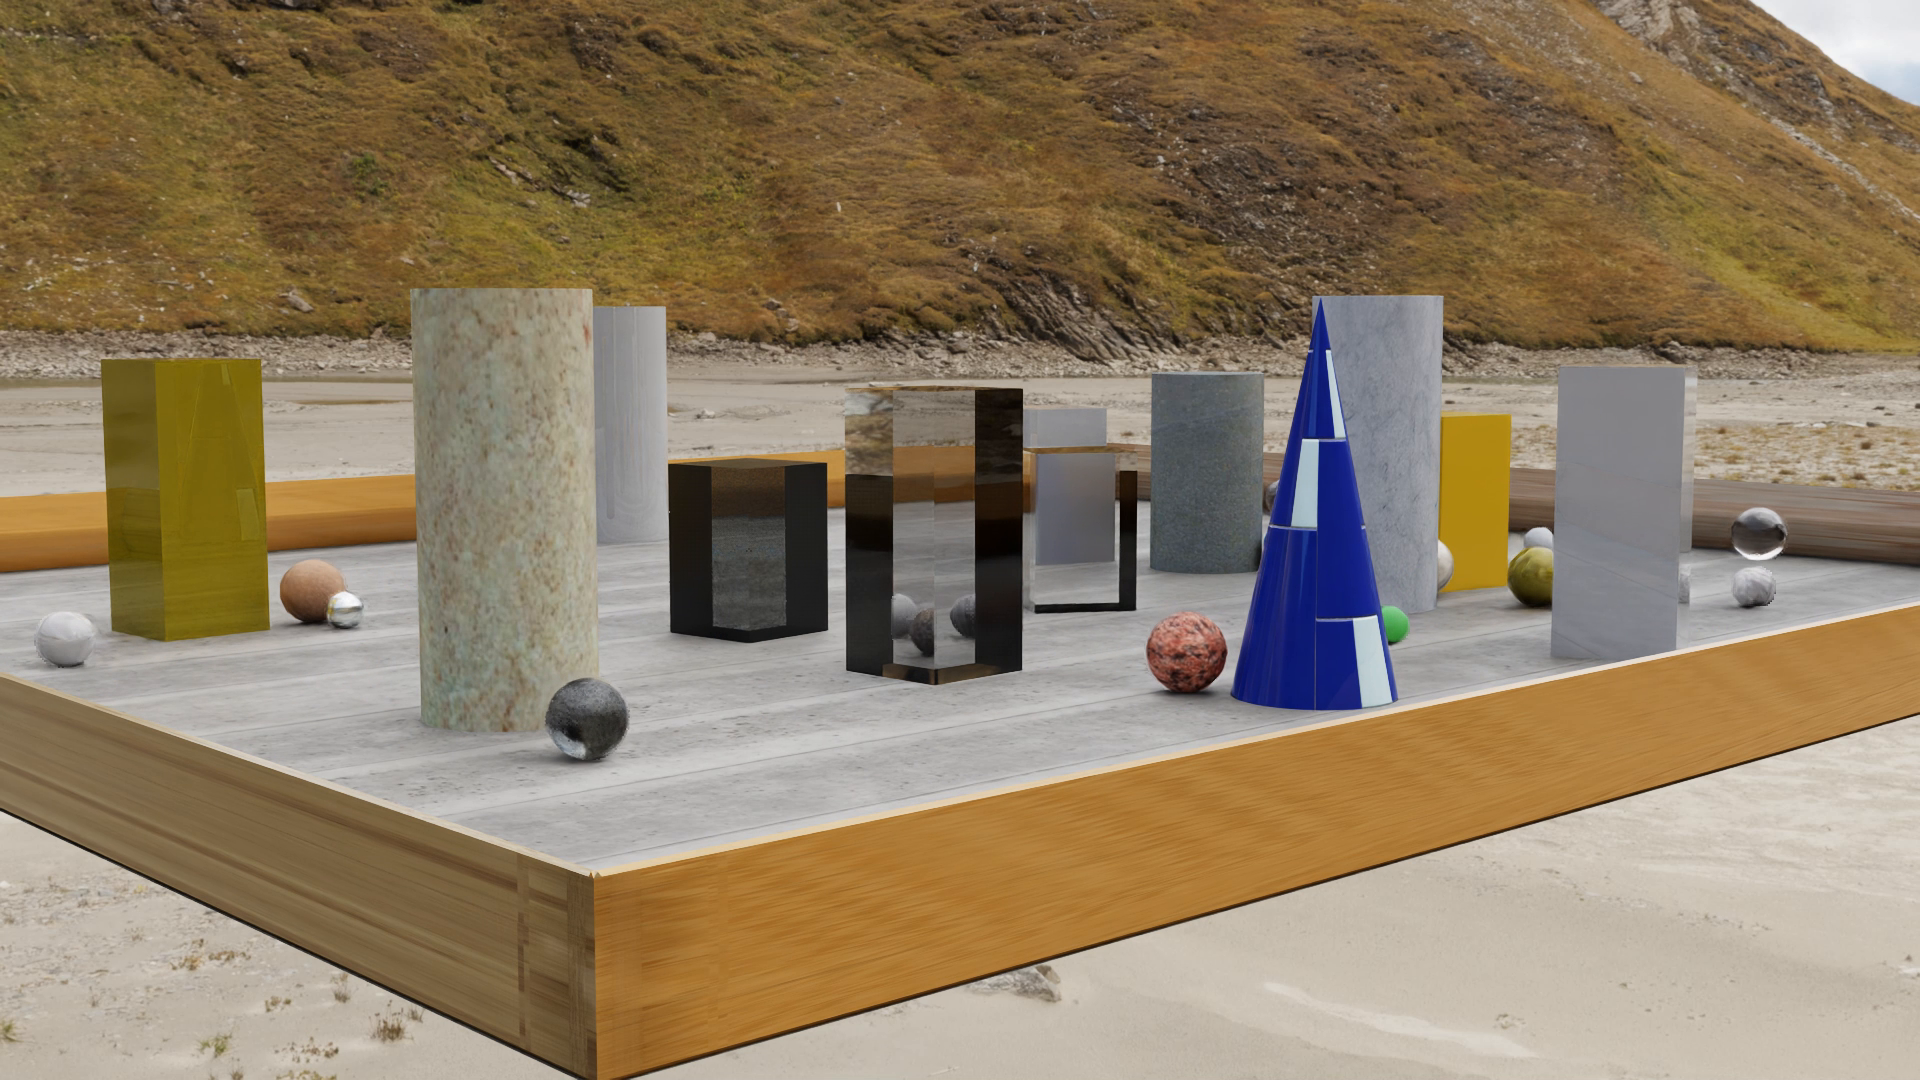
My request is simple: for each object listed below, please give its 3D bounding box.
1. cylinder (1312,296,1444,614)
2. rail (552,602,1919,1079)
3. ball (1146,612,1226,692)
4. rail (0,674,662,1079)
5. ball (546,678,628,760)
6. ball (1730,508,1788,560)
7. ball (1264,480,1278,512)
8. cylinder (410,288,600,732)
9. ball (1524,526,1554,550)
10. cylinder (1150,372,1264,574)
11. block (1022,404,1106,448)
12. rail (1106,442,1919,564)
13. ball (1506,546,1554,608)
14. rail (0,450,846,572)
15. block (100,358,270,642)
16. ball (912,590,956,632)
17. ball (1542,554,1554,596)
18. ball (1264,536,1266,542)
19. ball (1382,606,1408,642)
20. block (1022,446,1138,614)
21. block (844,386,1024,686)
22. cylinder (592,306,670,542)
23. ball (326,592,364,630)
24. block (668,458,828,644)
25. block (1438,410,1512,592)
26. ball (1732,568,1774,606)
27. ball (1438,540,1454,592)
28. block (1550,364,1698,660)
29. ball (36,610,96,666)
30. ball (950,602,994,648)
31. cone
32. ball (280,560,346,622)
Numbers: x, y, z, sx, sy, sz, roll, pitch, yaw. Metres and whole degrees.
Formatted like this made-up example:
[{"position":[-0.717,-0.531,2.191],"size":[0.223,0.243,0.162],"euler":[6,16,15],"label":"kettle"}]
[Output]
[{"position":[0.621,-0.132,3.292],"size":[0.192,0.463,0.192],"euler":[0,6,0],"label":"cylinder"},{"position":[0.931,0.138,2.329],"size":[3.141,0.125,0.045],"euler":[-6,8,-42],"label":"rail"},{"position":[0.264,0.130,2.562],"size":[0.094,0.094,0.094],"euler":[0,6,0],"label":"ball"},{"position":[-1.137,0.142,2.289],"size":[0.045,0.125,2.792],"euler":[-6,8,-42],"label":"rail"},{"position":[-0.370,0.177,2.181],"size":[0.080,0.080,0.080],"euler":[0,6,0],"label":"ball"},{"position":[1.417,-0.011,3.900],"size":[0.095,0.095,0.095],"euler":[0,6,0],"label":"ball"},{"position":[0.697,-0.092,4.760],"size":[0.075,0.075,0.075],"euler":[0,6,0],"label":"ball"},{"position":[-0.493,-0.039,2.391],"size":[0.192,0.465,0.192],"euler":[0,6,0],"label":"cylinder"},{"position":[1.038,0.005,3.938],"size":[0.056,0.056,0.056],"euler":[0,6,0],"label":"ball"},{"position":[0.424,-0.119,3.780],"size":[0.192,0.335,0.192],"euler":[0,6,0],"label":"cylinder"},{"position":[0.159,-0.106,3.970],"size":[0.154,0.268,0.154],"euler":[-3,7,-26],"label":"block"},{"position":[1.137,-0.077,4.375],"size":[0.045,0.125,2.792],"euler":[-6,8,-42],"label":"rail"},{"position":[0.865,0.055,3.291],"size":[0.090,0.090,0.090],"euler":[0,6,0],"label":"ball"},{"position":[-0.931,-0.073,4.335],"size":[3.141,0.125,0.045],"euler":[-6,8,-42],"label":"rail"},{"position":[-1.069,-0.061,3.037],"size":[0.154,0.376,0.154],"euler":[6,8,43],"label":"block"},{"position":[-0.036,0.097,3.042],"size":[0.059,0.059,0.059],"euler":[0,6,0],"label":"ball"},{"position":[0.928,0.055,3.351],"size":[0.079,0.079,0.079],"euler":[0,6,0],"label":"ball"},{"position":[0.562,0.009,3.743],"size":[0.089,0.089,0.089],"euler":[0,6,0],"label":"ball"},{"position":[0.576,0.112,2.947],"size":[0.049,0.049,0.049],"euler":[0,6,0],"label":"ball"},{"position":[0.170,-0.018,3.299],"size":[0.154,0.235,0.154],"euler":[-1,6,-11],"label":"block"},{"position":[-0.032,-0.012,2.698],"size":[0.154,0.348,0.154],"euler":[6,8,44],"label":"block"},{"position":[-0.665,-0.228,4.275],"size":[0.192,0.448,0.192],"euler":[0,6,0],"label":"cylinder"},{"position":[-0.858,0.098,3.066],"size":[0.052,0.052,0.052],"euler":[0,6,0],"label":"ball"},{"position":[-0.291,0.011,3.031],"size":[0.154,0.234,0.154],"euler":[5,8,39],"label":"block"},{"position":[0.775,-0.066,3.551],"size":[0.154,0.276,0.154],"euler":[-4,7,-34],"label":"block"},{"position":[1.188,0.070,3.297],"size":[0.059,0.059,0.059],"euler":[0,6,0],"label":"ball"},{"position":[0.719,0.040,3.414],"size":[0.094,0.094,0.094],"euler":[0,6,0],"label":"ball"},{"position":[0.861,-0.040,2.849],"size":[0.154,0.372,0.154],"euler":[3,7,24],"label":"block"},{"position":[-1.115,0.123,2.743],"size":[0.070,0.070,0.070],"euler":[0,6,0],"label":"ball"},{"position":[0.016,0.112,2.897],"size":[0.060,0.060,0.060],"euler":[0,6,0],"label":"ball"},{"position":[0.409,-0.049,2.518],"size":[0.192,0.459,0.192],"euler":[0,6,0],"label":"cone"},{"position":[-0.921,0.073,3.128],"size":[0.090,0.090,0.090],"euler":[0,6,0],"label":"ball"}]
